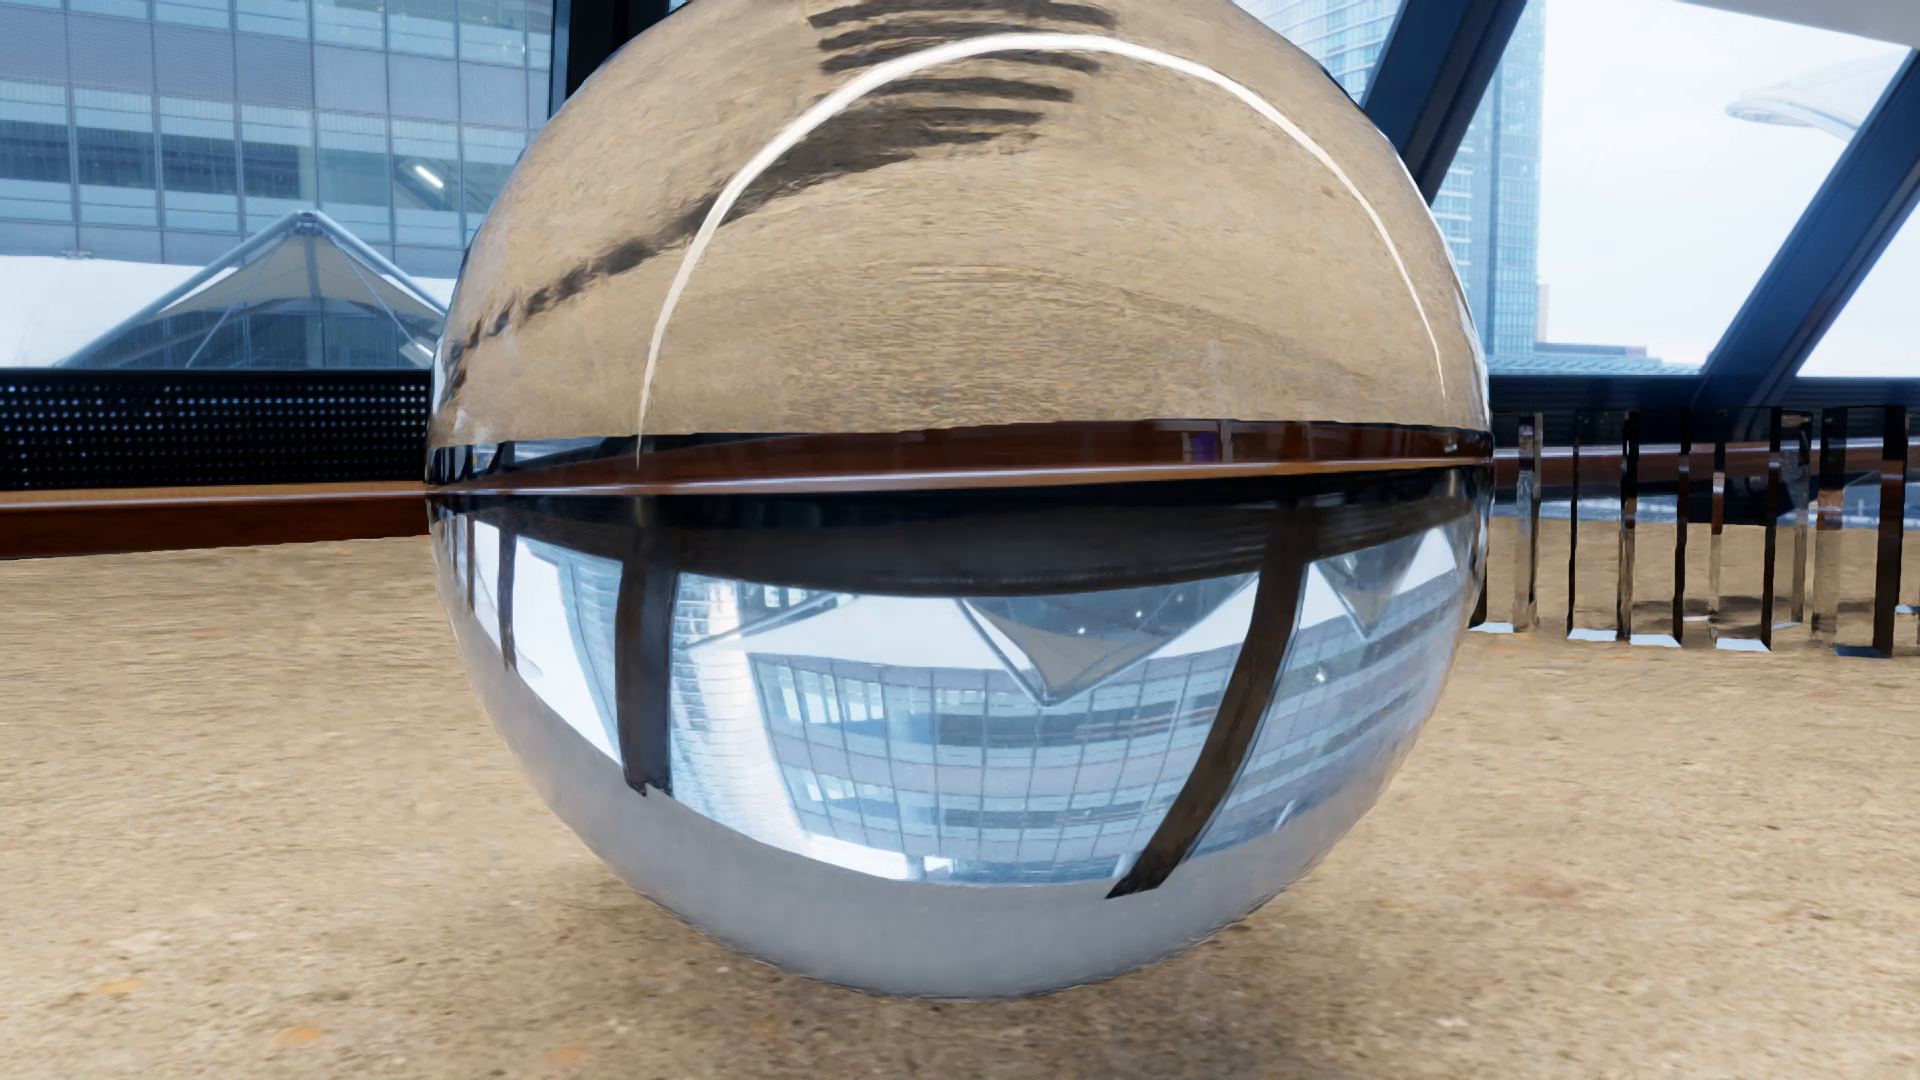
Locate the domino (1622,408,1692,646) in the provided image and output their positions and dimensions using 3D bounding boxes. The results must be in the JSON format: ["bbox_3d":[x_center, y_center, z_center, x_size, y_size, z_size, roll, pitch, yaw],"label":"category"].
[{"bbox_3d":[0.152,-0.004,0.281,0.010,0.050,0.025,2,5,23],"label":"domino"}]

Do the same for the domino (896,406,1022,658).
[{"bbox_3d":[0.000,-0.002,0.258,0.025,0.050,0.010,0,4,3],"label":"domino"}]

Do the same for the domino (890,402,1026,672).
[{"bbox_3d":[0.000,-0.001,0.243,0.025,0.050,0.010,0,4,0],"label":"domino"}]

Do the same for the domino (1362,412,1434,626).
[{"bbox_3d":[0.107,-0.006,0.313,0.010,0.050,0.025,3,5,32],"label":"domino"}]

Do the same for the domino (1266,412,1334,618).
[{"bbox_3d":[0.086,-0.007,0.325,0.010,0.050,0.025,2,5,29],"label":"domino"}]

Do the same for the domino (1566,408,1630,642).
[{"bbox_3d":[0.143,-0.004,0.288,0.010,0.050,0.025,2,5,29],"label":"domino"}]

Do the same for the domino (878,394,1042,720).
[{"bbox_3d":[0.000,0.002,0.201,0.025,0.050,0.010,0,4,0],"label":"domino"}]

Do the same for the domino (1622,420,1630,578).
[{"bbox_3d":[0.185,-0.007,0.332,0.025,0.050,0.009,3,5,38],"label":"domino"}]

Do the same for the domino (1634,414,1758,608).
[{"bbox_3d":[0.197,-0.008,0.343,0.009,0.050,0.025,-3,5,-37],"label":"domino"}]

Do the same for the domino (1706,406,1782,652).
[{"bbox_3d":[0.167,-0.003,0.274,0.009,0.050,0.025,2,5,26],"label":"domino"}]

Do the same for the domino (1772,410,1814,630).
[{"bbox_3d":[0.188,-0.005,0.299,0.025,0.050,0.010,-3,5,-38],"label":"domino"}]

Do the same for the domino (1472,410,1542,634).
[{"bbox_3d":[0.127,-0.005,0.299,0.010,0.050,0.025,3,5,35],"label":"domino"}]

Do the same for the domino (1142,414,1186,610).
[{"bbox_3d":[0.054,-0.008,0.339,0.009,0.050,0.025,1,4,13],"label":"domino"}]

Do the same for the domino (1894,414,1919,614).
[{"bbox_3d":[0.248,-0.007,0.331,0.025,0.050,0.009,-4,6,-43],"label":"domino"}]

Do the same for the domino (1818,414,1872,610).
[{"bbox_3d":[0.236,-0.008,0.342,0.010,0.050,0.025,3,5,34],"label":"domino"}]

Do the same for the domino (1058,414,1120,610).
[{"bbox_3d":[0.034,-0.008,0.340,0.009,0.050,0.025,-1,4,-10],"label":"domino"}]

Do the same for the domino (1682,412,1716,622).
[{"bbox_3d":[0.179,-0.006,0.313,0.025,0.050,0.010,-2,5,-20],"label":"domino"}]

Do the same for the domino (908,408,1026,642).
[{"bbox_3d":[0.002,-0.004,0.281,0.025,0.050,0.010,0,4,6],"label":"domino"}]

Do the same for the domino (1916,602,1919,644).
[{"bbox_3d":[0.205,-0.002,0.258,0.009,0.050,0.025,1,4,17],"label":"domino"}]

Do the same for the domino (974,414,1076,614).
[{"bbox_3d":[0.016,-0.007,0.329,0.025,0.050,0.010,3,5,38],"label":"domino"}]

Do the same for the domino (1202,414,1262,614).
[{"bbox_3d":[0.071,-0.007,0.333,0.009,0.050,0.025,2,5,24],"label":"domino"}]

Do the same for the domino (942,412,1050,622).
[{"bbox_3d":[0.009,-0.006,0.315,0.025,0.050,0.010,2,5,22],"label":"domino"}]

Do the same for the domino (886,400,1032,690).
[{"bbox_3d":[0.000,0.001,0.225,0.025,0.050,0.010,0,4,-1],"label":"domino"}]

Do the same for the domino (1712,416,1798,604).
[{"bbox_3d":[0.217,-0.009,0.351,0.010,0.050,0.025,1,4,10],"label":"domino"}]

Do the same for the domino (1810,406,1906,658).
[{"bbox_3d":[0.185,-0.002,0.266,0.009,0.050,0.025,2,5,24],"label":"domino"}]

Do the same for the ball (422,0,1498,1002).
[{"bbox_3d":[0.000,-0.005,0.103,0.080,0.080,0.080,0,4,0],"label":"ball"}]

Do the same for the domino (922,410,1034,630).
[{"bbox_3d":[0.004,-0.005,0.300,0.025,0.050,0.009,1,4,11],"label":"domino"}]
